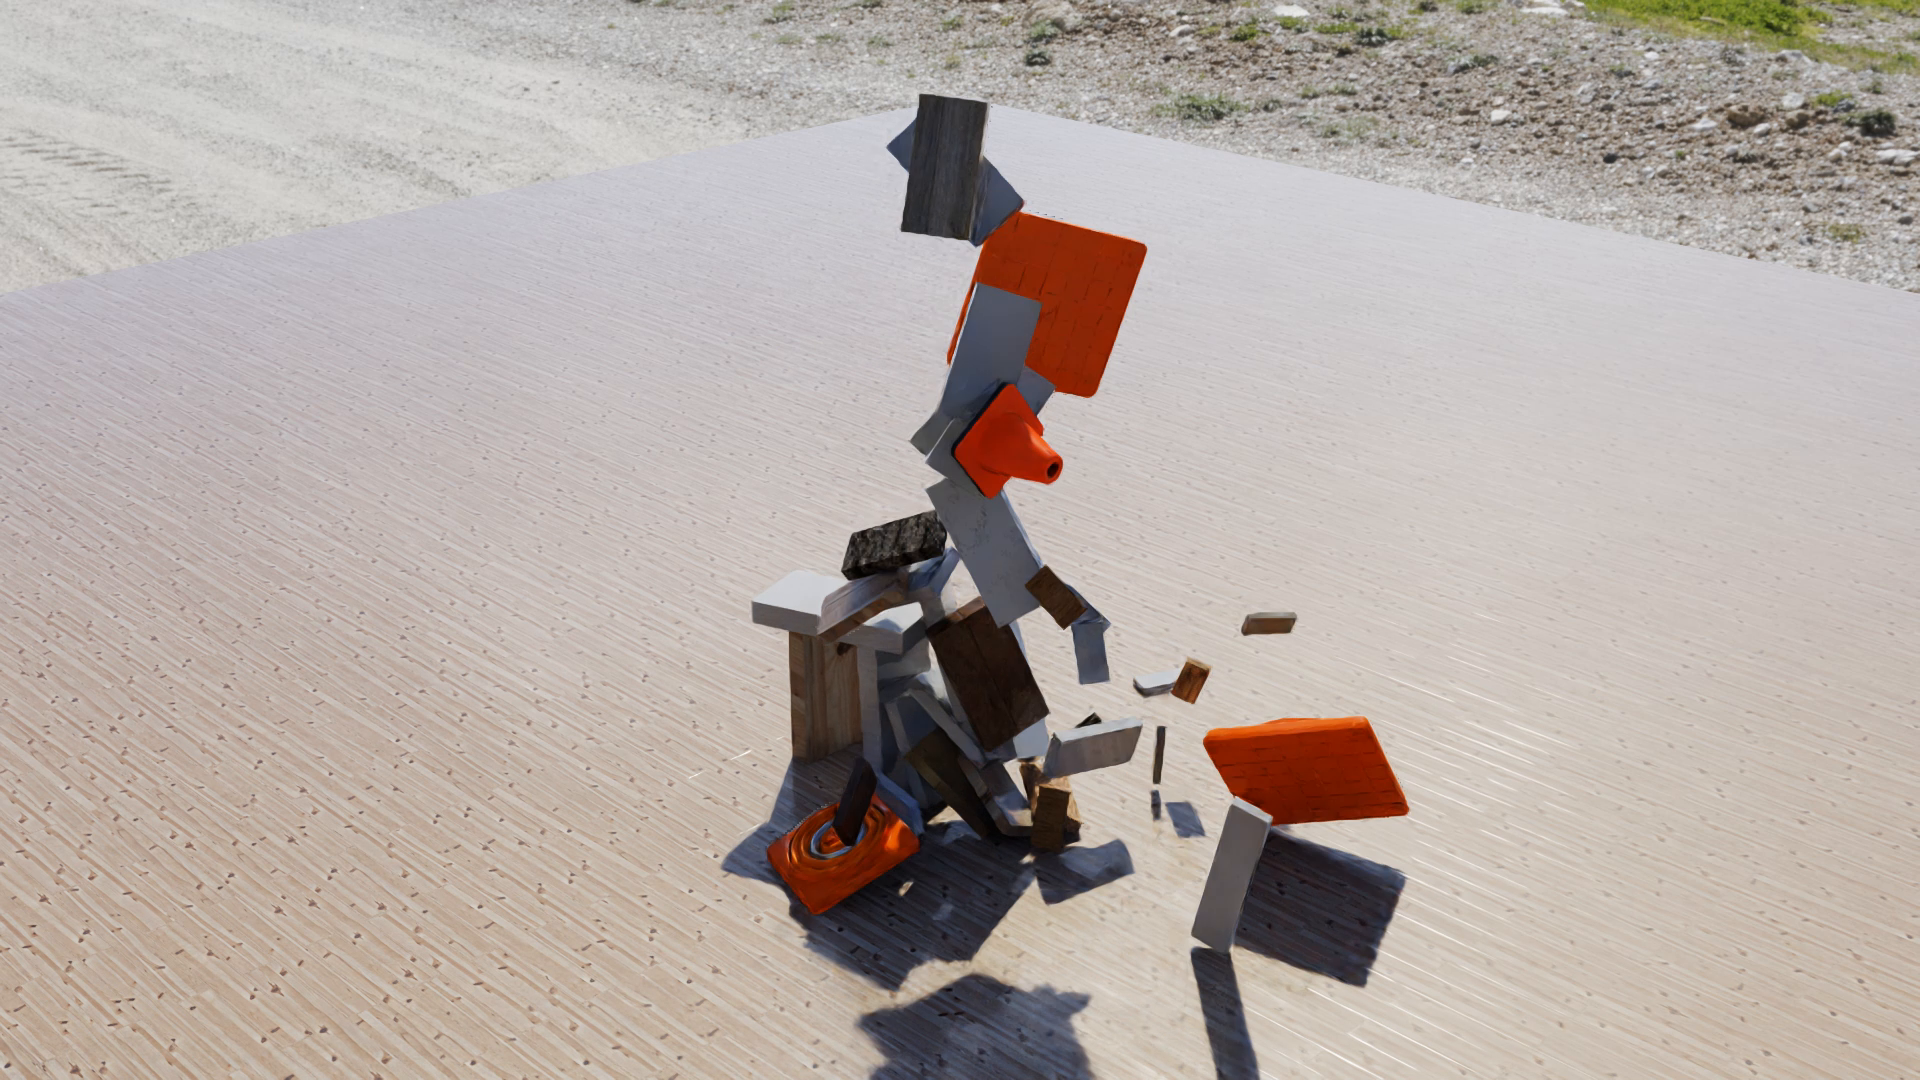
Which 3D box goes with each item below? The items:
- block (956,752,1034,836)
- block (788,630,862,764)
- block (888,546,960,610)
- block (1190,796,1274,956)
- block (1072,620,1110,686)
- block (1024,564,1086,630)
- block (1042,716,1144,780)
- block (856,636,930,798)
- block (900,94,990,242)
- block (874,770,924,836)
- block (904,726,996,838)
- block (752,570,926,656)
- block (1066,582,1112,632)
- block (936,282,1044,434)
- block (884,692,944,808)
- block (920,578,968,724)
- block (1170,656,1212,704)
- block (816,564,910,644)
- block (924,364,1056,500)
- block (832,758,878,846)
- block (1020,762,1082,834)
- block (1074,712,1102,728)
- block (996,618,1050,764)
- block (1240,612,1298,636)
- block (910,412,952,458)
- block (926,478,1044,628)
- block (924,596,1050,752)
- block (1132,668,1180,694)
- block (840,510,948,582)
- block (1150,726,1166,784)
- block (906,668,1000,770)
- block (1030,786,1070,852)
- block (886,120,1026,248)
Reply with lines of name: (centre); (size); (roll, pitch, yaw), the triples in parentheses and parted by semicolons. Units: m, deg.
block: (0.078, 0.504, 4.382); (0.099, 0.028, 0.198); (12, 36, -48)
block: (-0.275, 0.285, 4.643); (0.174, 0.347, 0.049); (-20, 31, -38)
block: (-0.099, 0.080, 4.293); (0.212, 0.030, 0.106); (-16, 35, 47)
block: (0.479, 0.598, 3.893); (0.074, 0.351, 0.021); (28, 43, 21)
block: (0.243, 0.210, 4.084); (0.056, 0.112, 0.016); (-9, -1, 5)
block: (0.177, 0.106, 4.085); (0.112, 0.056, 0.016); (49, 10, 19)
block: (0.262, 0.410, 4.339); (0.198, 0.099, 0.028); (-8, 40, -31)
block: (-0.129, 0.339, 4.514); (0.049, 0.347, 0.174); (13, 26, 34)
block: (-0.026, -0.674, 3.980); (0.124, 0.248, 0.035); (9, 7, 8)
block: (-0.125, 0.528, 4.407); (0.021, 0.074, 0.148); (-26, 33, -24)
block: (0.002, 0.485, 4.412); (0.227, 0.032, 0.113); (45, 36, 8)
block: (-0.229, 0.145, 4.463); (0.347, 0.049, 0.174); (11, 26, 25)
block: (0.223, 0.138, 4.101); (0.113, 0.056, 0.016); (43, 9, 0)
block: (0.053, -0.331, 3.998); (0.124, 0.248, 0.035); (17, 5, -9)
block: (-0.074, 0.420, 4.482); (0.032, 0.227, 0.113); (-10, 10, 40)
block: (-0.021, 0.200, 4.376); (0.042, 0.294, 0.147); (-12, 27, 9)
block: (0.476, 0.290, 4.539); (0.054, 0.107, 0.015); (24, 45, 4)
block: (-0.188, 0.113, 4.299); (0.212, 0.030, 0.106); (-31, 33, 30)
block: (0.056, -0.214, 4.064); (0.126, 0.252, 0.036); (33, 0, -5)
block: (-0.197, 0.495, 4.157); (0.021, 0.074, 0.148); (5, 55, 23)
block: (0.183, 0.517, 4.451); (0.099, 0.028, 0.198); (25, 18, -16)
block: (0.241, 0.397, 4.389); (0.107, 0.054, 0.015); (-36, 29, -8)
block: (0.095, 0.289, 4.477); (0.042, 0.327, 0.147); (-22, -14, 29)
block: (0.641, 0.174, 4.566); (0.107, 0.054, 0.015); (-2, 49, -16)
block: (0.033, -0.236, 4.154); (0.126, 0.252, 0.036); (44, 22, 2)
block: (0.061, 0.005, 4.144); (0.126, 0.296, 0.036); (-28, 0, 16)
block: (0.056, 0.258, 4.295); (0.147, 0.294, 0.042); (-31, 30, -11)
block: (0.457, 0.321, 4.983); (0.118, 0.017, 0.059); (-9, 25, -21)
block: (-0.124, 0.008, 4.273); (0.212, 0.030, 0.106); (-16, 39, 26)
block: (0.408, 0.441, 4.524); (0.017, 0.118, 0.059); (6, -4, 1)
block: (-0.001, 0.360, 4.439); (0.227, 0.032, 0.113); (47, 24, 13)
block: (0.178, 0.547, 4.323); (0.059, 0.118, 0.017); (10, 2, 21)
block: (-0.008, -0.671, 4.048); (0.124, 0.248, 0.035); (-41, -7, 5)
